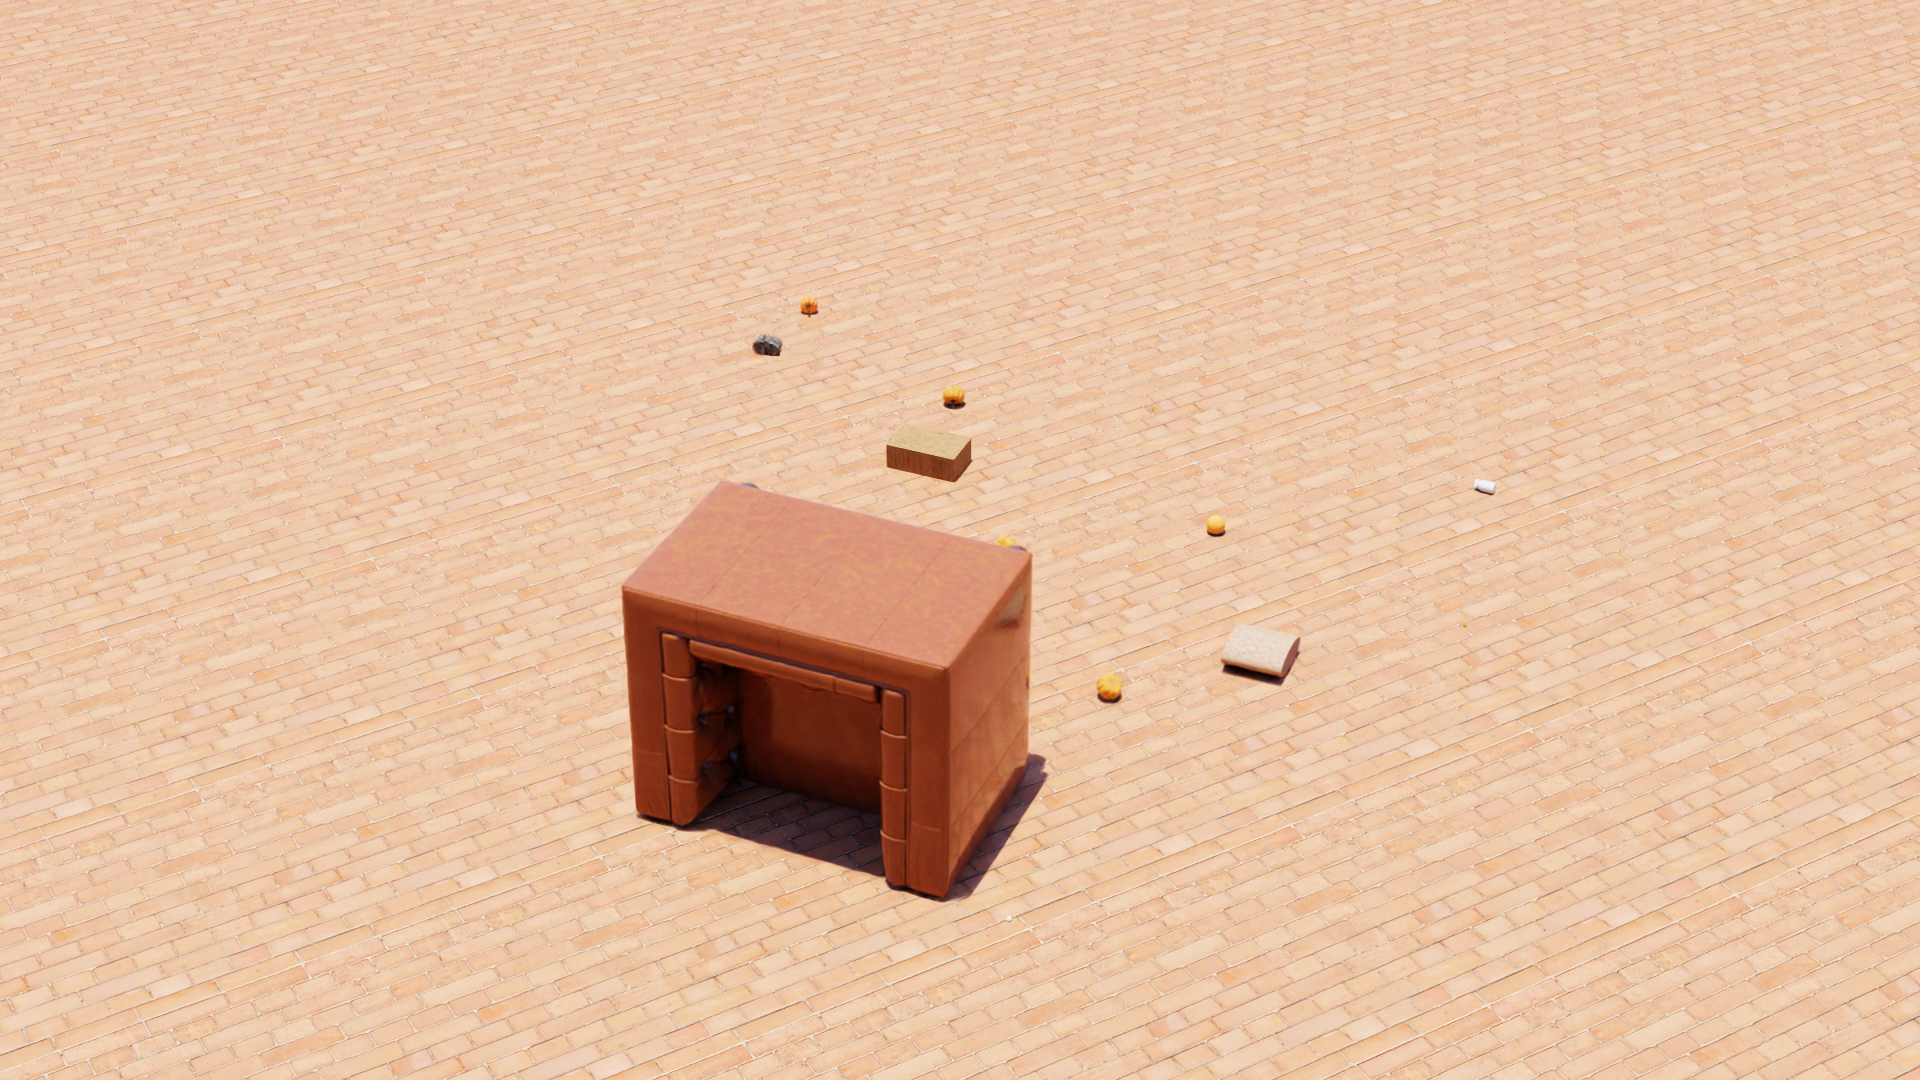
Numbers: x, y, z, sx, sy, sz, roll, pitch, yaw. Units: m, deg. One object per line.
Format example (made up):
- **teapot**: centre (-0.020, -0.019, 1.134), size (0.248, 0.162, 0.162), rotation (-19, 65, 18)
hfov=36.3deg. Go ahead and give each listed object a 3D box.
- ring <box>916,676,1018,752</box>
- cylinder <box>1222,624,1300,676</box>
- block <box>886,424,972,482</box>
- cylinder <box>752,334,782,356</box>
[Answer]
- **ring**: centre (0.024, 0.588, 9.967), size (0.343, 0.097, 0.381), rotation (9, 34, 15)
- **cylinder**: centre (1.055, 0.386, 10.273), size (0.217, 0.094, 0.235), rotation (13, 32, 19)
- **block**: centre (-0.120, -0.339, 11.364), size (0.284, 0.104, 0.175), rotation (13, 36, 19)
- **cylinder**: centre (-0.797, -0.806, 12.109), size (0.116, 0.062, 0.061), rotation (11, 34, 5)
